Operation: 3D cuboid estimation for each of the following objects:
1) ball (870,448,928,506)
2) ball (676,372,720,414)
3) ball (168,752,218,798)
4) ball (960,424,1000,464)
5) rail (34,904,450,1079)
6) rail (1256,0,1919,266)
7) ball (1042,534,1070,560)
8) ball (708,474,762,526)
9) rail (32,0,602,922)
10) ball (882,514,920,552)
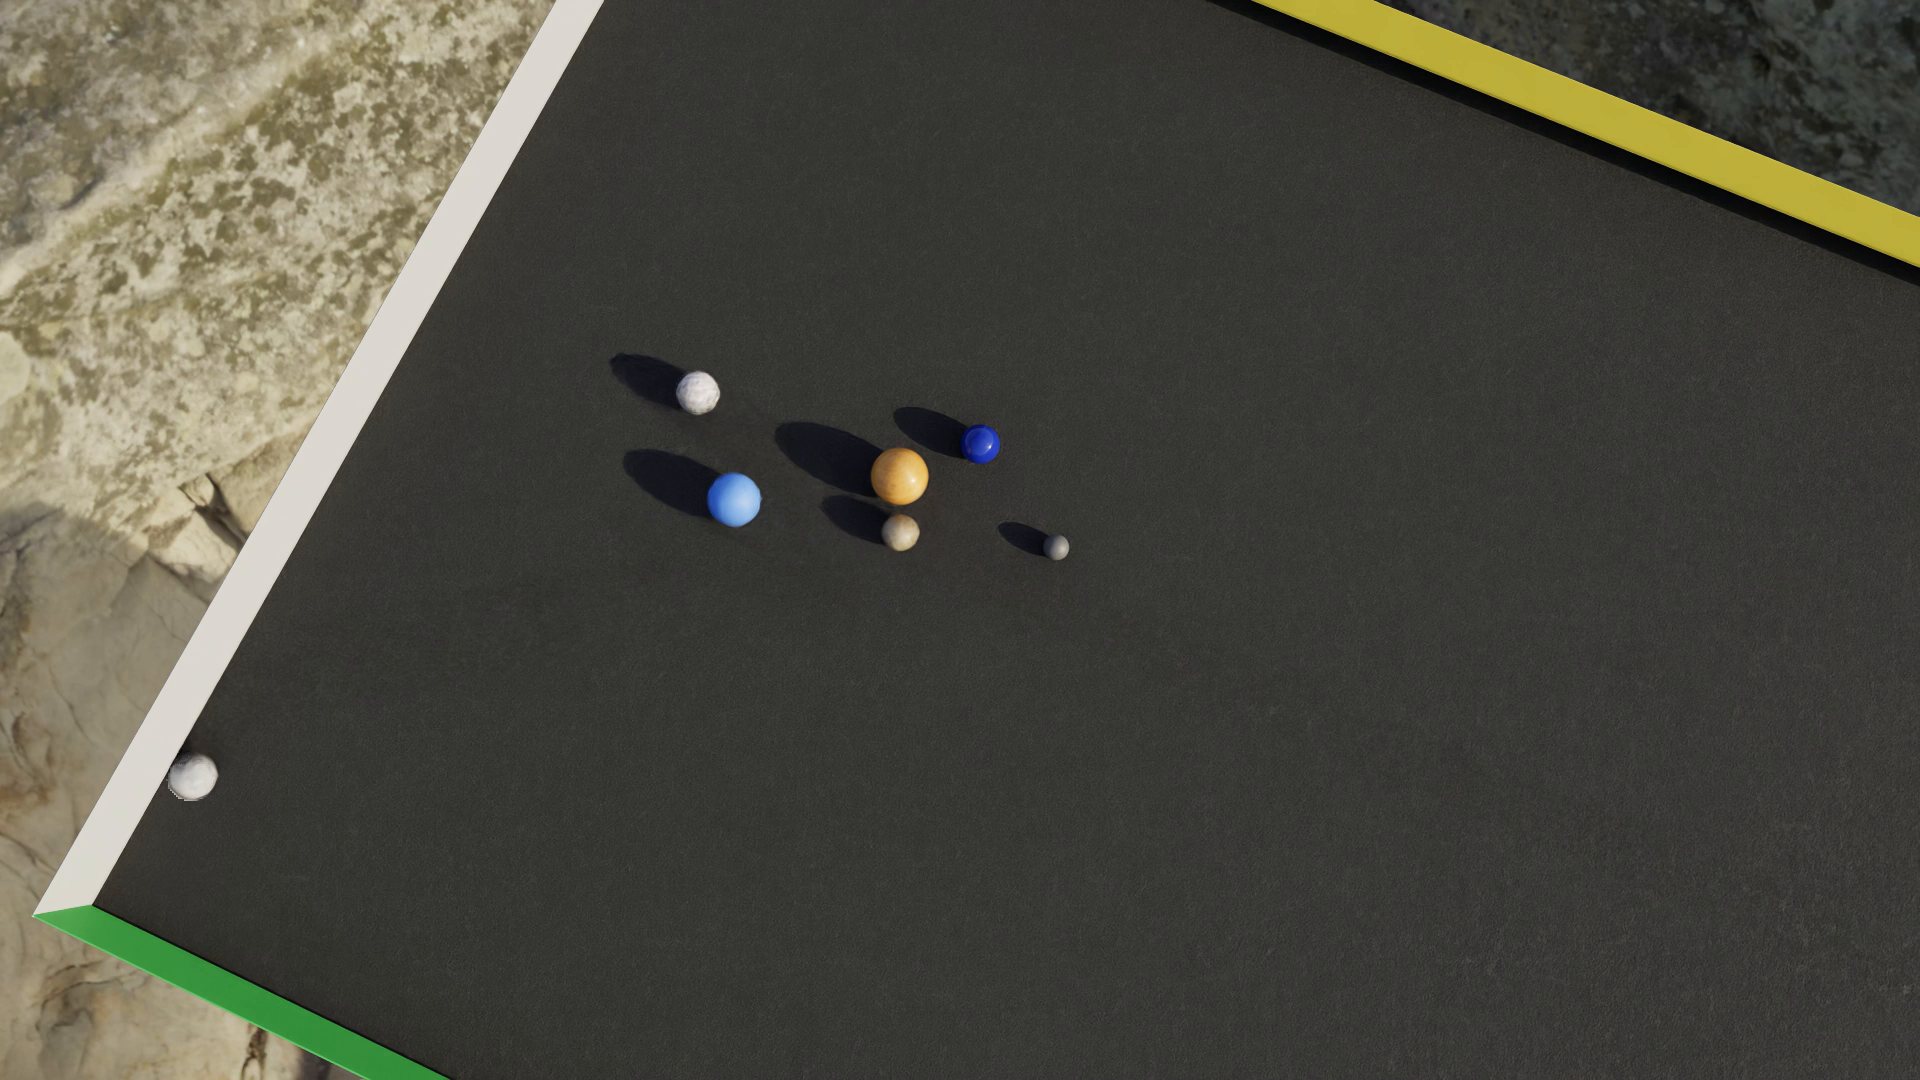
[{"bbox_3d":[-0.093,-0.098,3.391,0.090,0.090,0.090,0,74,0],"label":"ball"},{"bbox_3d":[-0.410,-0.230,3.441,0.067,0.067,0.067,0,74,0],"label":"ball"},{"bbox_3d":[-1.140,0.350,3.269,0.068,0.068,0.068,0,74,0],"label":"ball"},{"bbox_3d":[0.031,-0.149,3.420,0.062,0.062,0.062,0,74,0],"label":"ball"},{"bbox_3d":[0.433,1.297,2.964,3.839,0.117,0.045,24,75,7],"label":"rail"},{"bbox_3d":[1.312,-0.545,3.508,3.839,0.117,0.045,24,75,7],"label":"rail"},{"bbox_3d":[0.148,0.011,3.384,0.041,0.041,0.041,0,74,0],"label":"ball"},{"bbox_3d":[-0.347,-0.062,3.384,0.082,0.082,0.082,0,74,0],"label":"ball"},{"bbox_3d":[-0.851,-0.381,3.459,0.045,0.117,2.160,24,75,7],"label":"rail"},{"bbox_3d":[-0.091,-0.012,3.382,0.058,0.058,0.058,0,74,0],"label":"ball"}]
